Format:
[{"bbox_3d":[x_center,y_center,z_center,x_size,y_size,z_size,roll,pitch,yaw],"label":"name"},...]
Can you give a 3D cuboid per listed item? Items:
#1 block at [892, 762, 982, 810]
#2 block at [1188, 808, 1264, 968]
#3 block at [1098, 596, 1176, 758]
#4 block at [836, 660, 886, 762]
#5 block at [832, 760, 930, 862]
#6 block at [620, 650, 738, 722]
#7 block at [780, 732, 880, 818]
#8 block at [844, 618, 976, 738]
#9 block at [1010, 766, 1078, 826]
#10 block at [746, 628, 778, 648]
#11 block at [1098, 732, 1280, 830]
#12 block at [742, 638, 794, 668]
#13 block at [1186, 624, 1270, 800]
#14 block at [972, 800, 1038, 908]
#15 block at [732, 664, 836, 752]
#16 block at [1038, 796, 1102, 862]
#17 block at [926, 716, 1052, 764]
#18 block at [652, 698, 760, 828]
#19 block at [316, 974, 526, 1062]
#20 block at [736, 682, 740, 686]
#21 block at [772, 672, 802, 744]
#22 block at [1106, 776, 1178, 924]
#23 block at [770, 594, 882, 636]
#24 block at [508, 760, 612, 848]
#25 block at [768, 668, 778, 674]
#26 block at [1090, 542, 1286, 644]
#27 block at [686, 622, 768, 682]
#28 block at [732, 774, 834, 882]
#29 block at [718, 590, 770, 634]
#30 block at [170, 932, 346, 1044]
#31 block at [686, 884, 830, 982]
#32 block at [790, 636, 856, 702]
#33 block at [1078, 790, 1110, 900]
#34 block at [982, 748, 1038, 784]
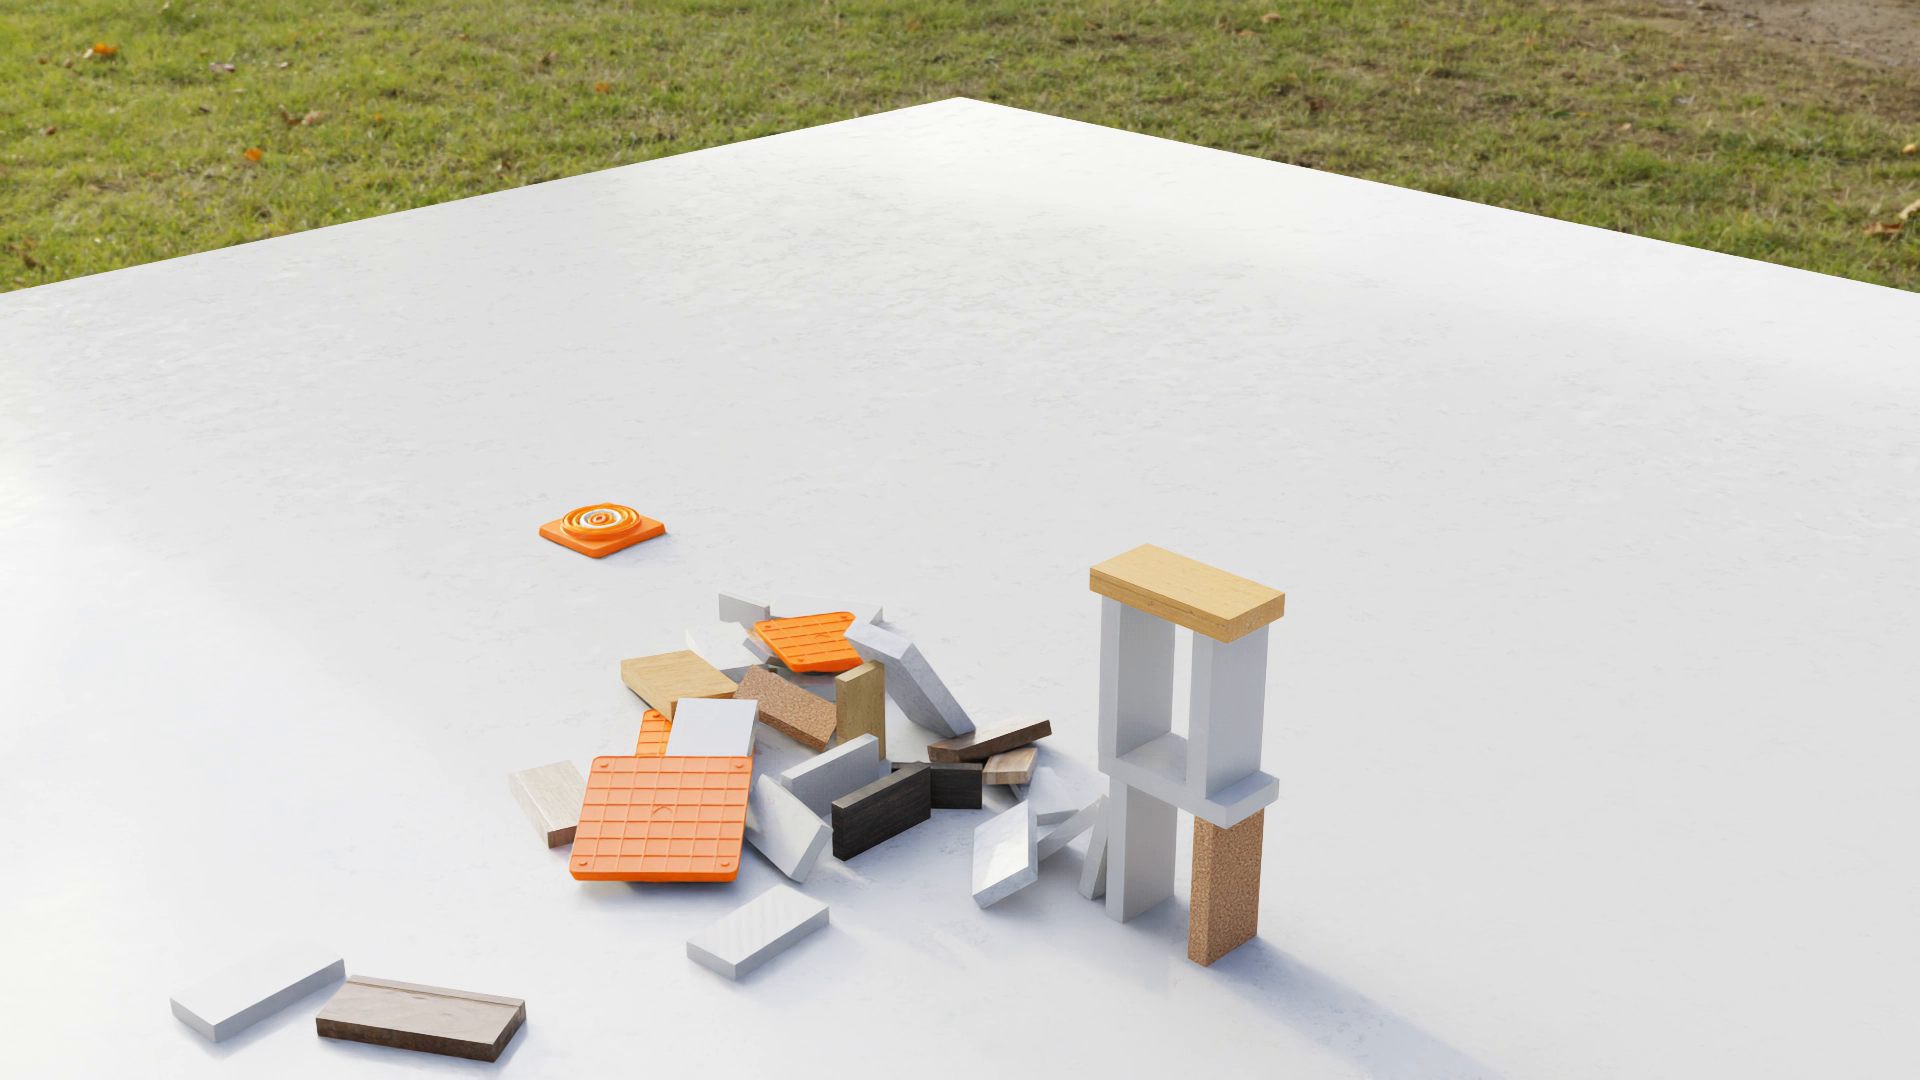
[{"bbox_3d":[-0.047,0.499,4.466,0.184,0.092,0.026,1,23,2],"label":"block"},{"bbox_3d":[0.479,0.605,3.955,0.042,0.297,0.148,21,31,41],"label":"block"},{"bbox_3d":[0.320,0.224,3.967,0.044,0.310,0.155,21,31,41],"label":"block"},{"bbox_3d":[-0.207,0.373,4.596,0.032,0.223,0.112,20,30,39],"label":"block"},{"bbox_3d":[-0.154,0.535,4.349,0.034,0.119,0.238,21,31,40],"label":"block"},{"bbox_3d":[-0.617,0.321,4.866,0.167,0.047,0.350,-8,15,-25],"label":"block"},{"bbox_3d":[-0.261,0.489,4.456,0.034,0.119,0.238,21,31,40],"label":"block"},{"bbox_3d":[-0.104,0.302,4.665,0.167,0.334,0.047,21,66,40],"label":"block"},{"bbox_3d":[0.169,0.523,4.495,0.092,0.026,0.184,-6,24,-15],"label":"block"},{"bbox_3d":[-0.476,0.237,5.184,0.052,0.015,0.104,-13,26,-29],"label":"block"},{"bbox_3d":[0.409,0.422,3.953,0.297,0.042,0.148,21,31,41],"label":"block"},{"bbox_3d":[-0.437,0.258,5.003,0.072,0.020,0.144,38,4,19],"label":"block"},{"bbox_3d":[0.466,0.281,3.832,0.044,0.310,0.155,21,31,41],"label":"block"},{"bbox_3d":[0.087,0.601,4.221,0.124,0.035,0.247,-30,19,13],"label":"block"},{"bbox_3d":[-0.372,0.360,4.726,0.223,0.032,0.112,26,41,1],"label":"block"},{"bbox_3d":[0.227,0.545,4.225,0.120,0.239,0.034,-28,80,-48],"label":"block"},{"bbox_3d":[0.063,0.425,4.668,0.239,0.034,0.120,-16,8,-32],"label":"block"},{"bbox_3d":[-0.520,0.456,4.522,0.167,0.047,0.334,1,38,3],"label":"block"},{"bbox_3d":[-0.925,0.821,3.779,0.326,0.037,0.132,5,24,12],"label":"block"},{"bbox_3d":[-0.510,0.346,4.919,0.072,0.020,0.144,2,23,5],"label":"block"},{"bbox_3d":[-0.379,0.367,4.826,0.223,0.032,0.112,28,35,37],"label":"block"},{"bbox_3d":[0.339,0.550,4.083,0.042,0.297,0.148,21,31,41],"label":"block"},{"bbox_3d":[-0.327,0.185,5.278,0.256,0.036,0.128,7,24,15],"label":"block"},{"bbox_3d":[-0.812,0.533,4.457,0.132,0.037,0.265,-11,26,-25],"label":"block"},{"bbox_3d":[-0.473,0.308,5.017,0.104,0.015,0.052,3,23,6],"label":"block"},{"bbox_3d":[0.393,0.090,3.830,0.310,0.044,0.155,21,31,41],"label":"block"},{"bbox_3d":[-0.537,0.260,5.059,0.128,0.036,0.256,-7,22,-19],"label":"block"},{"bbox_3d":[-0.348,0.561,4.293,0.034,0.119,0.238,31,0,-40],"label":"block"},{"bbox_3d":[-0.515,0.173,5.260,0.144,0.072,0.020,15,27,32],"label":"block"},{"bbox_3d":[-1.232,0.784,3.865,0.132,0.037,0.265,18,29,36],"label":"block"},{"bbox_3d":[-0.369,0.717,4.027,0.124,0.035,0.247,18,29,35],"label":"block"},{"bbox_3d":[-0.313,0.292,5.025,0.128,0.036,0.257,1,23,2],"label":"block"},{"bbox_3d":[0.297,0.557,4.139,0.120,0.239,0.034,-21,44,-41],"label":"block"},{"bbox_3d":[0.105,0.468,4.558,0.092,0.026,0.184,-3,9,8],"label":"block"}]
